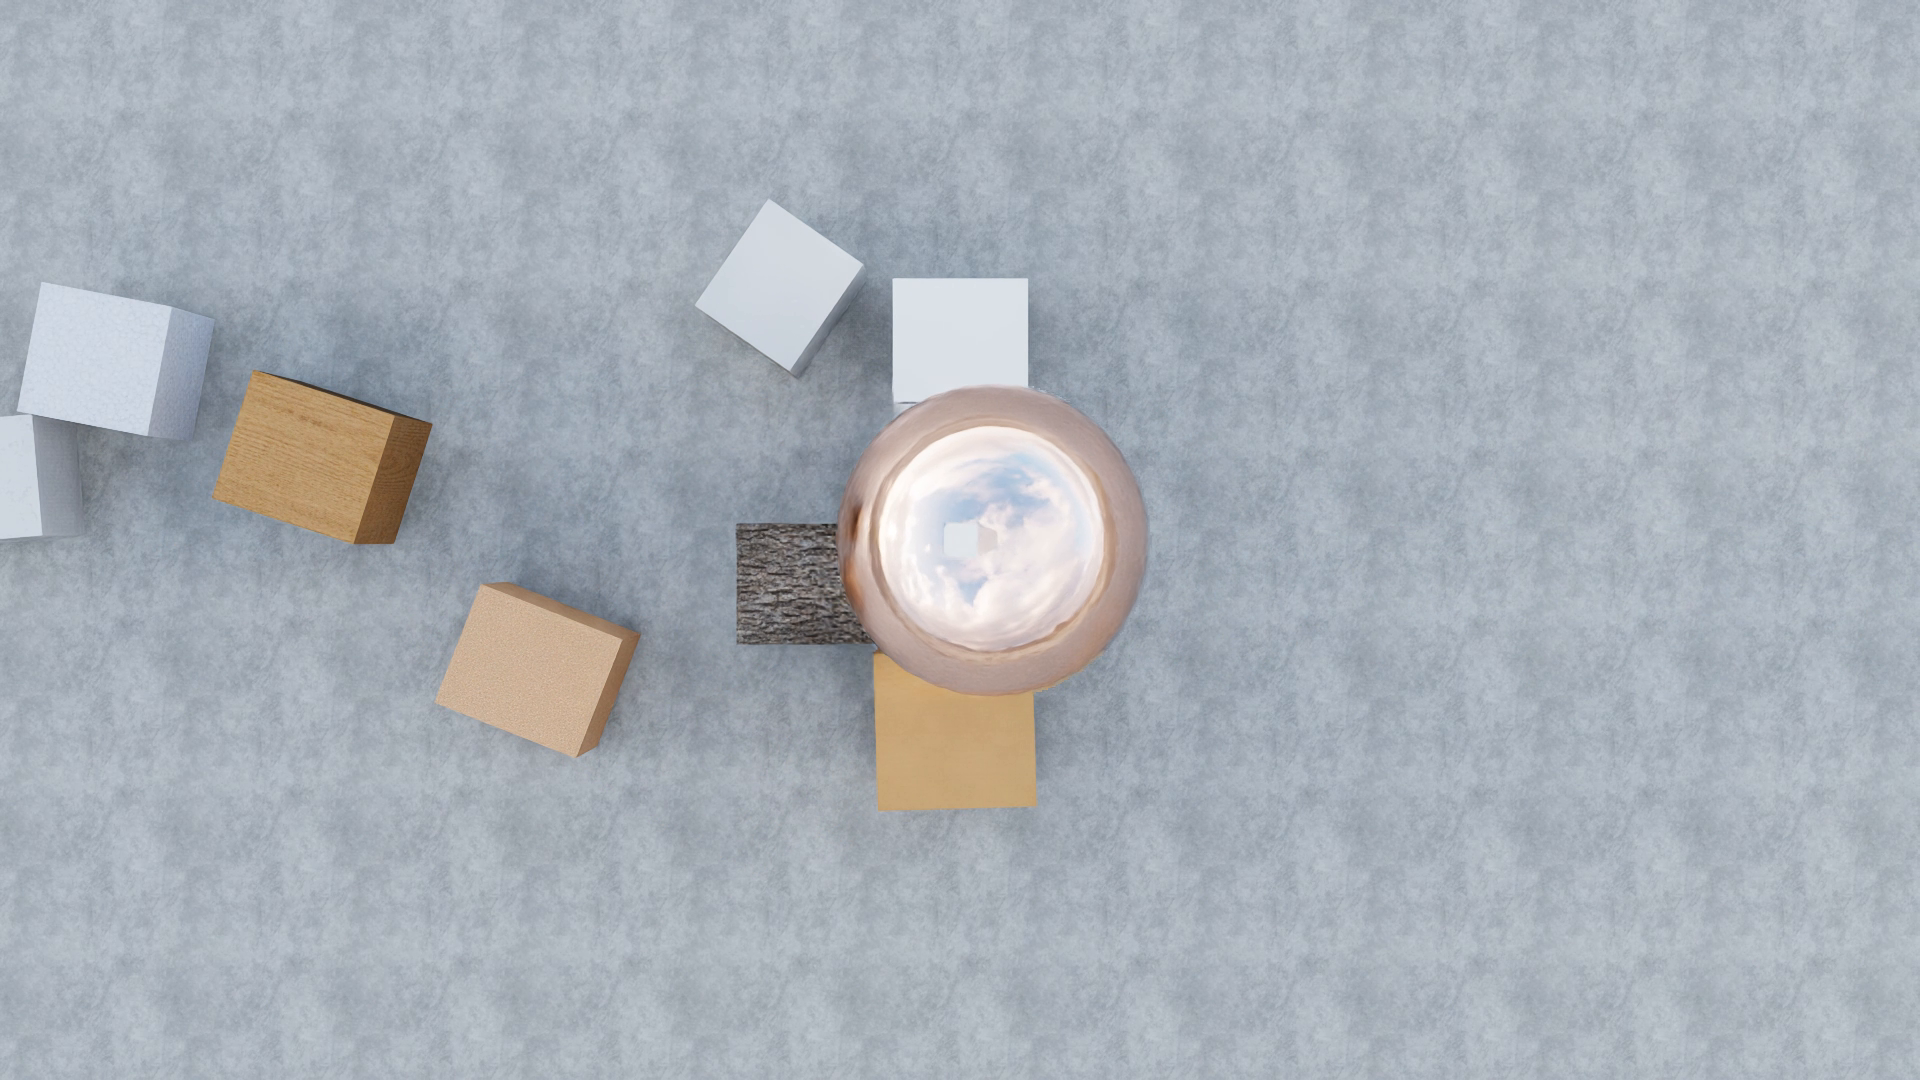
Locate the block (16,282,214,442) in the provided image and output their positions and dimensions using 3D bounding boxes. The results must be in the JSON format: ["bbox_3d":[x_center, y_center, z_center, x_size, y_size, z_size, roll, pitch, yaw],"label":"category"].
[{"bbox_3d":[-4.837,-1.012,12.643,0.741,0.714,0.736,11,90,0],"label":"block"}]

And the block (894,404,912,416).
[{"bbox_3d":[-0.008,-0.429,12.656,0.720,0.688,0.664,0,90,0],"label":"block"}]

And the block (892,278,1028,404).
[{"bbox_3d":[0.003,-1.117,12.653,0.756,0.694,0.693,0,90,0],"label":"block"}]

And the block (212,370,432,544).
[{"bbox_3d":[-3.621,-0.458,12.563,0.821,0.875,0.746,18,90,0],"label":"block"}]

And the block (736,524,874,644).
[{"bbox_3d":[-0.866,0.246,12.648,0.769,0.703,0.677,0,90,0],"label":"block"}]

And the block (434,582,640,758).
[{"bbox_3d":[-2.410,0.732,12.640,0.849,0.721,0.712,21,90,0],"label":"block"}]

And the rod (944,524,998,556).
[{"bbox_3d":[0.071,0.000,7.817,0.080,5.200,0.080,0,90,2],"label":"rod"}]

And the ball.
[{"bbox_3d":[0.164,0.000,11.215,1.600,1.600,1.600,0,90,0],"label":"ball"}]

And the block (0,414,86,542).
[{"bbox_3d":[-5.543,-0.337,12.694,0.691,0.612,0.685,-5,90,0],"label":"block"}]

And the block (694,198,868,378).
[{"bbox_3d":[-1.017,-1.434,12.678,0.648,0.644,0.730,35,90,0],"label":"block"}]

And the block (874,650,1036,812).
[{"bbox_3d":[-0.027,1.046,12.539,0.874,0.923,0.861,-2,90,0],"label":"block"}]
